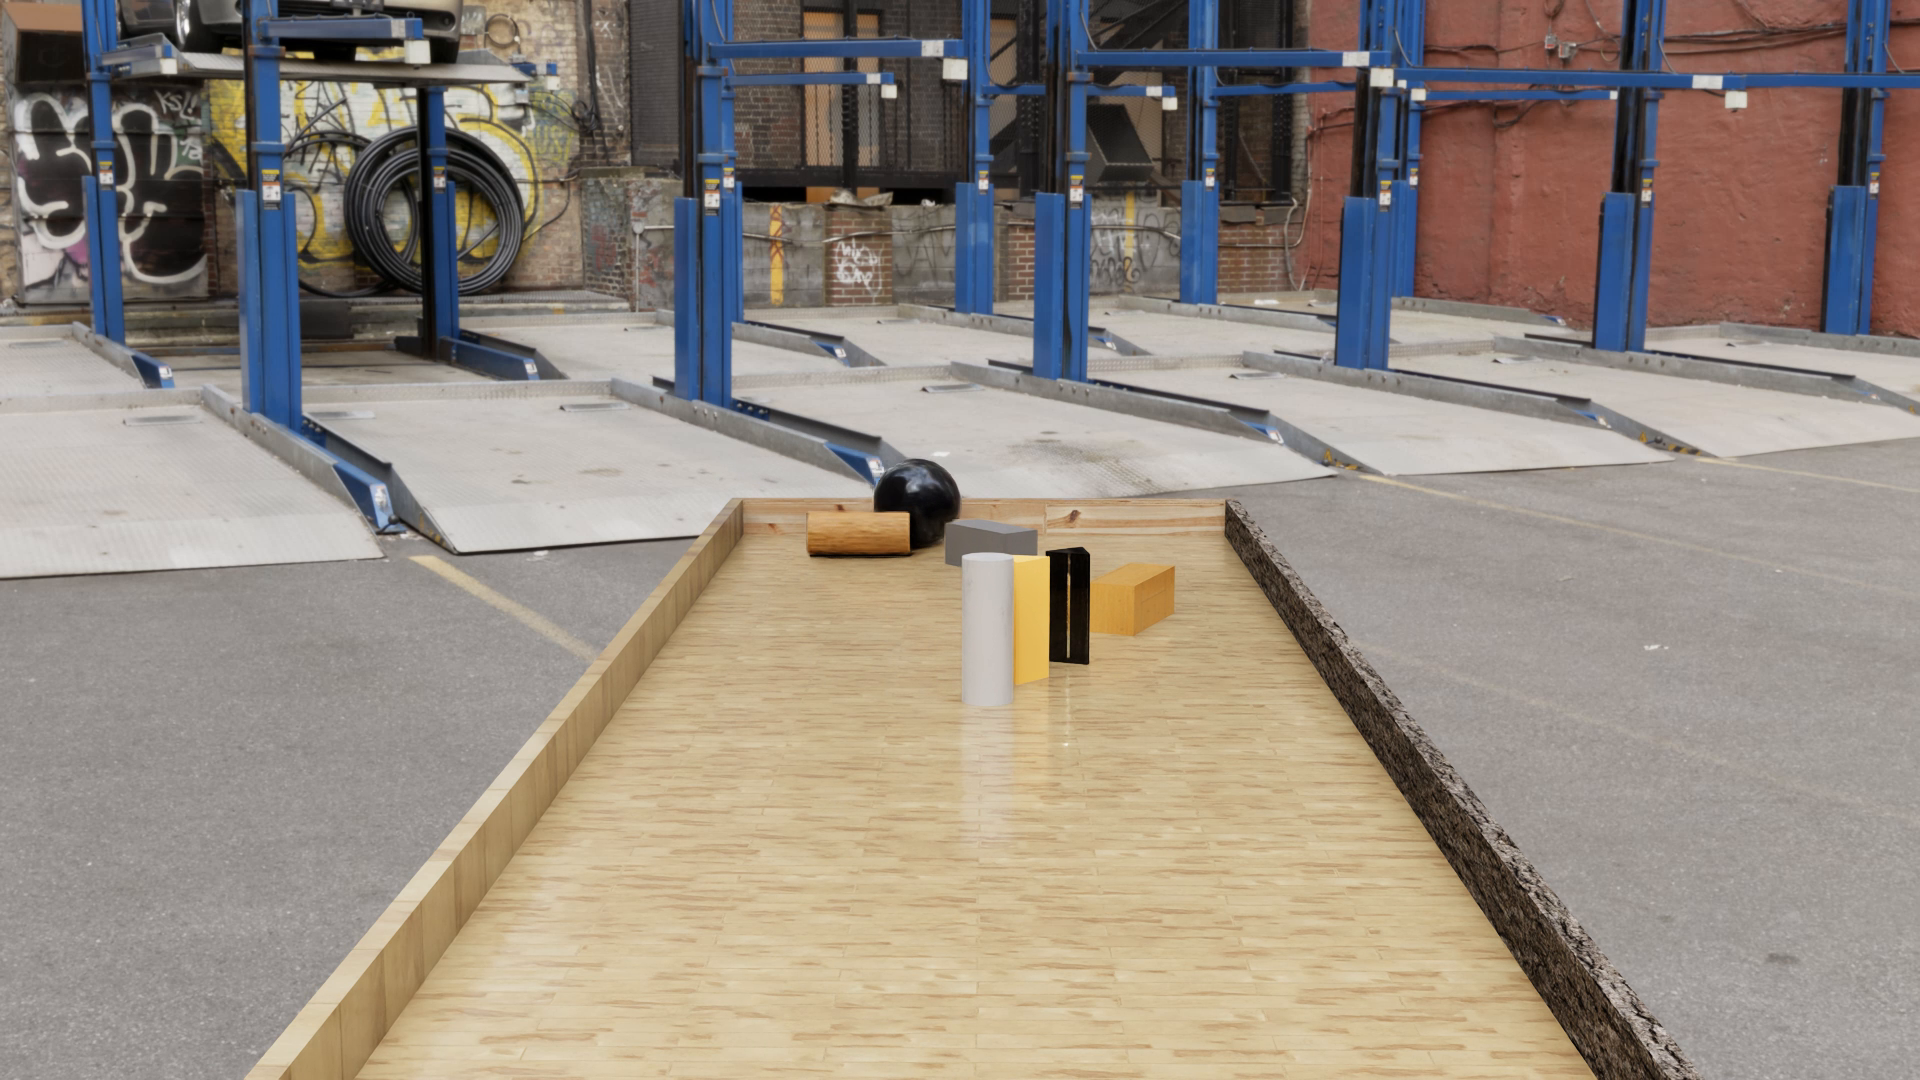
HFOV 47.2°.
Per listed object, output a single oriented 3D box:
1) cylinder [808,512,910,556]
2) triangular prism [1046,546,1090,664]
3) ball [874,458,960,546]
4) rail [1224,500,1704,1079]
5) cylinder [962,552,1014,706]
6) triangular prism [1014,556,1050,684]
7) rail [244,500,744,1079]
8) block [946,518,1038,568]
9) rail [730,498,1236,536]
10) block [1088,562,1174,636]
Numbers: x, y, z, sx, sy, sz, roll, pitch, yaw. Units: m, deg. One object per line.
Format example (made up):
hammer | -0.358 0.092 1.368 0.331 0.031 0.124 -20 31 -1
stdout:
cylinder | -0.393 -0.024 8.607 0.392 0.172 0.172 0 9 0
triangular prism | 0.347 0.196 6.691 0.141 0.338 0.123 4 10 24
ball | -0.173 -0.151 8.836 0.353 0.353 0.353 0 9 0
rail | 1.046 0.843 3.208 0.050 0.150 12.000 0 9 1
cylinder | 0.077 0.248 6.138 0.145 0.408 0.145 0 9 0
triangular prism | 0.169 0.227 6.434 0.122 0.358 0.141 8 12 42
rail | -1.004 0.839 3.234 0.050 0.150 12.000 0 9 1
block | 0.117 0.026 8.331 0.160 0.160 0.356 -7 11 -38
rail | 0.099 -0.098 9.147 2.100 0.150 0.050 0 9 1
block | 0.568 0.192 7.278 0.162 0.162 0.422 4 10 23
